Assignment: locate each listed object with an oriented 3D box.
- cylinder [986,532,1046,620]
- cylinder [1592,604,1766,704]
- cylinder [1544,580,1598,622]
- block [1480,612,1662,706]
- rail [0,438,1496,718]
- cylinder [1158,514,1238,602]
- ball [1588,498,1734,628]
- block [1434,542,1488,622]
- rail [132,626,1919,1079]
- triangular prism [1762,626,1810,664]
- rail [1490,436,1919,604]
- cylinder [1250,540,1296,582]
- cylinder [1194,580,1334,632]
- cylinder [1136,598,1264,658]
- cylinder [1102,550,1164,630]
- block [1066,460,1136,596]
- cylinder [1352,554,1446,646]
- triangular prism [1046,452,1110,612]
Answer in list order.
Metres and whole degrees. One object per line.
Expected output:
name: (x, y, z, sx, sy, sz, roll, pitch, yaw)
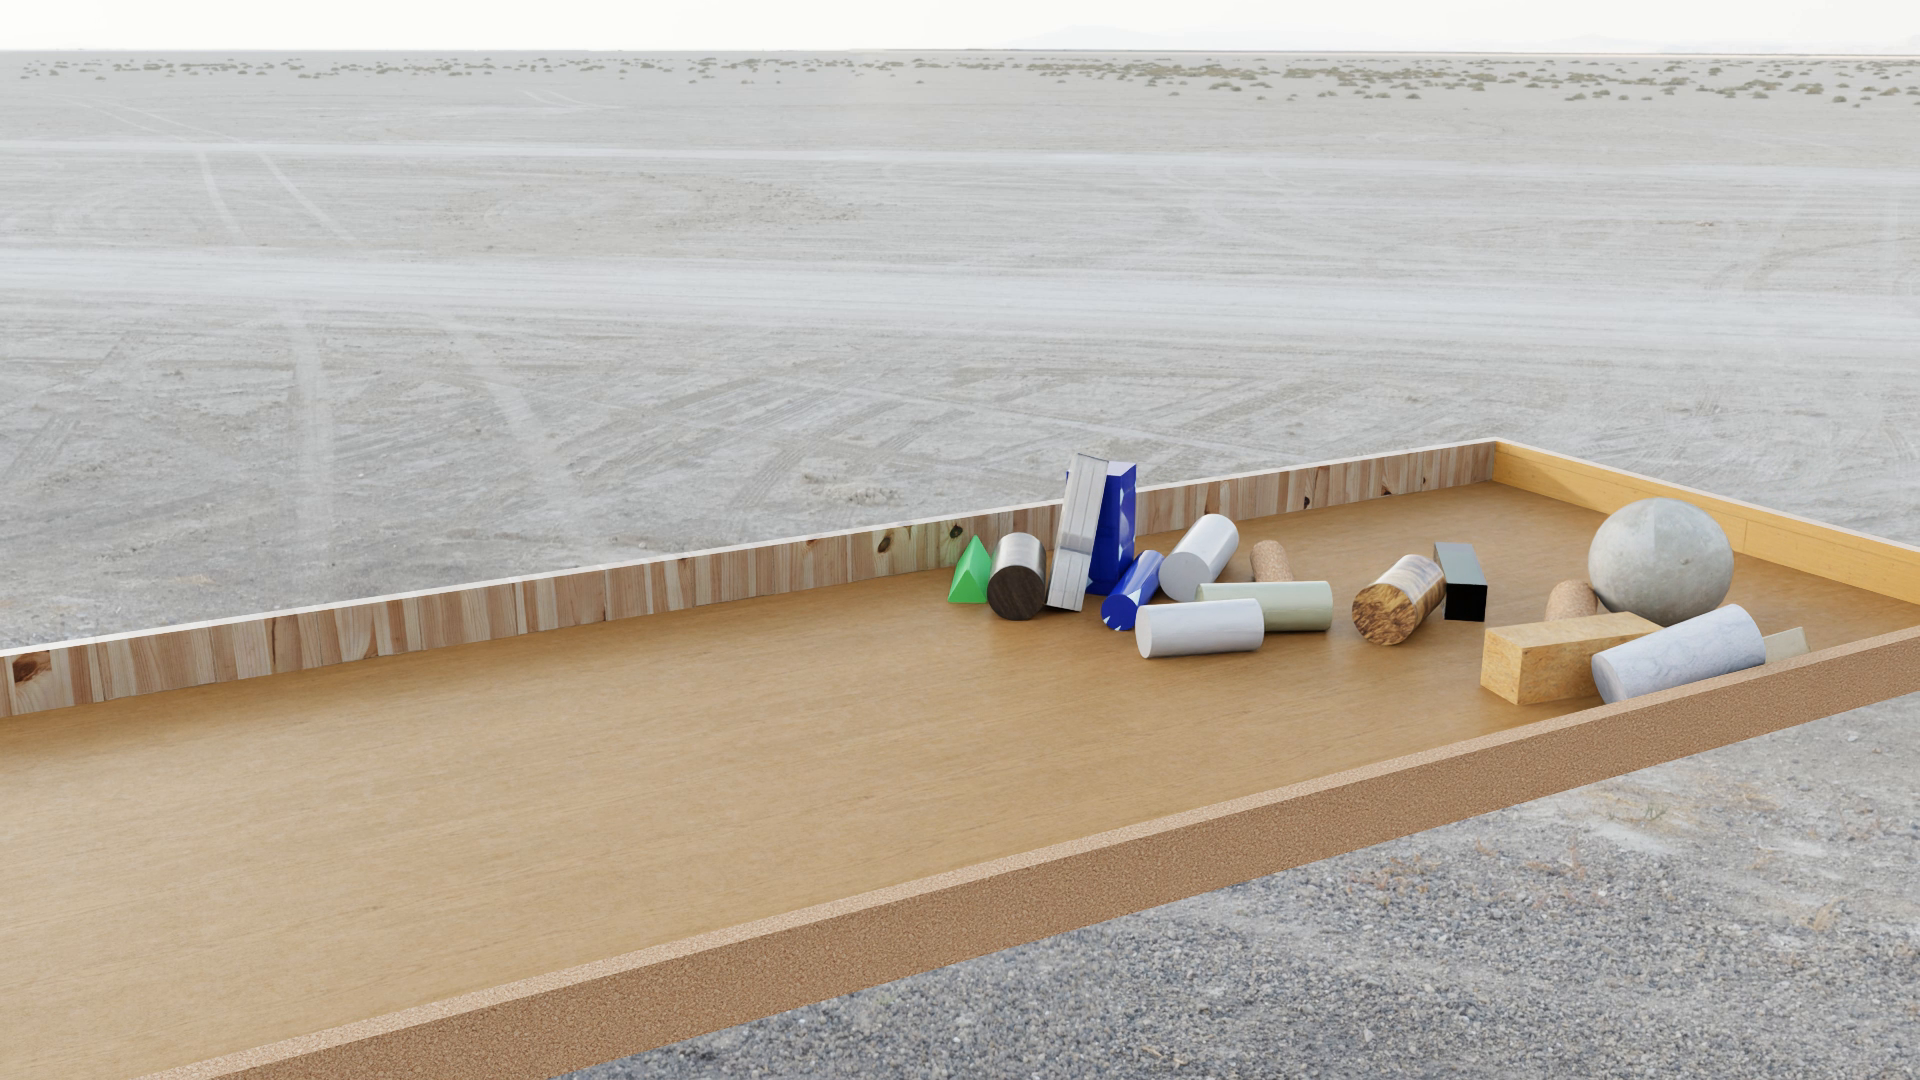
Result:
cylinder: (0.165, 0.101, 4.723, 0.162, 0.162, 0.329, 1, 16, 4)
cylinder: (1.700, 0.287, 3.908, 0.346, 0.163, 0.163, -20, 18, -1)
cylinder: (1.621, 0.217, 4.391, 0.127, 0.127, 0.359, 7, 18, 22)
block: (1.526, 0.292, 4.100, 0.425, 0.148, 0.148, -5, 17, -17)
rail: (-3.305, 0.497, 3.399, 12.000, 0.150, 0.050, -9, 18, -27)
cylinder: (0.716, 0.050, 4.913, 0.153, 0.153, 0.427, 6, 17, 19)
ball: (1.902, 0.066, 4.482, 0.366, 0.366, 0.366, 0, 16, 0)
block: (1.441, 0.117, 4.767, 0.108, 0.108, 0.409, 3, 17, 10)
rail: (-2.336, 1.006, 1.665, 12.000, 0.150, 0.050, -9, 18, -27)
triangular prism: (1.963, 0.304, 4.108, 0.414, 0.112, 0.130, -10, 19, -30)
rail: (2.466, -0.048, 5.253, 0.050, 0.150, 2.100, -9, 18, -27)
cylinder: (0.913, 0.111, 4.783, 0.109, 0.109, 0.426, 1, 16, 5)
cylinder: (0.826, 0.183, 4.494, 0.349, 0.135, 0.135, -1, 16, -4)
cylinder: (0.628, 0.231, 4.328, 0.306, 0.137, 0.137, -3, 17, -11)
cylinder: (0.501, 0.139, 4.697, 0.105, 0.105, 0.438, 5, 17, 17)
block: (0.412, -0.037, 4.836, 0.162, 0.363, 0.162, 6, 17, 21)
cylinder: (1.203, 0.160, 4.508, 0.170, 0.170, 0.308, 9, 19, 29)
triangular prism: (0.309, -0.024, 4.685, 0.116, 0.434, 0.101, 12, -3, -31)
